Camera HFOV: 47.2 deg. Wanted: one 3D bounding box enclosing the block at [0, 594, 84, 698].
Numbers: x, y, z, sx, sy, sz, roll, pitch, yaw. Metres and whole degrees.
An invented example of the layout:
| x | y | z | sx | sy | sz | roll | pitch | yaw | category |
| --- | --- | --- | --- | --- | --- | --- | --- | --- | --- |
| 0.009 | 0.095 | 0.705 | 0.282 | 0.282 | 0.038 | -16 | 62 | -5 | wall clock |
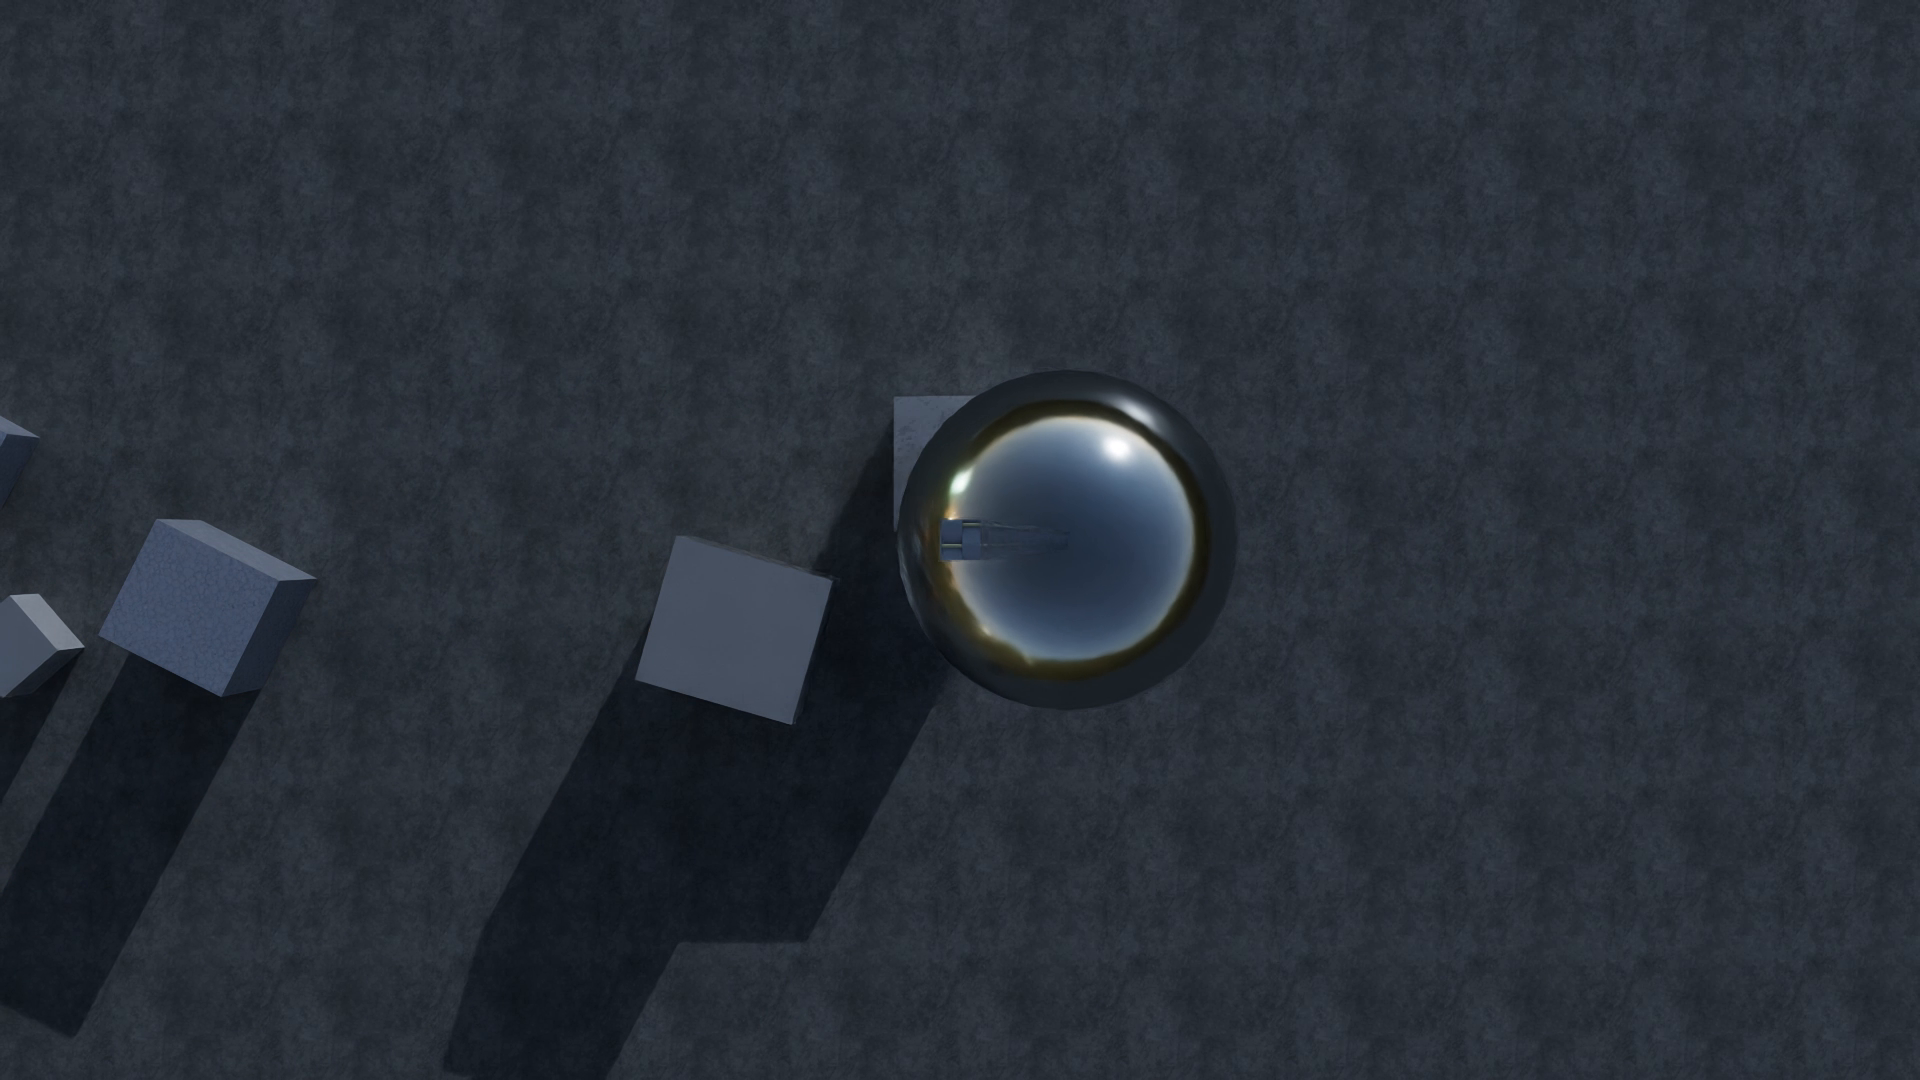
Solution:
| x | y | z | sx | sy | sz | roll | pitch | yaw | category |
| --- | --- | --- | --- | --- | --- | --- | --- | --- | --- |
| -5.467 | 0.612 | 12.803 | 0.416 | 0.394 | 0.420 | -41 | 90 | 0 | block |

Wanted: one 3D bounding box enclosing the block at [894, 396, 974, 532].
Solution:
| x | y | z | sx | sy | sz | roll | pitch | yaw | category |
| --- | --- | --- | --- | --- | --- | --- | --- | --- | --- |
| 0.014 | -0.420 | 12.578 | 0.760 | 0.844 | 0.745 | 0 | 90 | 0 | block |

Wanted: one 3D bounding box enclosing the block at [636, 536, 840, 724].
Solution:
| x | y | z | sx | sy | sz | roll | pitch | yaw | category |
| --- | --- | --- | --- | --- | --- | --- | --- | --- | --- |
| -1.252 | 0.500 | 12.590 | 0.902 | 0.821 | 0.831 | 16 | 90 | 0 | block |

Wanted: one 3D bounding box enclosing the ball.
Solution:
| x | y | z | sx | sy | sz | roll | pitch | yaw | category |
| --- | --- | --- | --- | --- | --- | --- | --- | --- | --- |
| 0.501 | 0.000 | 10.314 | 1.600 | 1.600 | 1.600 | 0 | 90 | 0 | ball |

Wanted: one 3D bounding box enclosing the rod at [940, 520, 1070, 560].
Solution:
| x | y | z | sx | sy | sz | roll | pitch | yaw | category |
| --- | --- | --- | --- | --- | --- | --- | --- | --- | --- |
| 0.217 | 0.000 | 6.926 | 0.080 | 5.200 | 0.080 | 0 | 90 | 5 | rod |

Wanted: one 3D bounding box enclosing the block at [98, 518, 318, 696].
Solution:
| x | y | z | sx | sy | sz | roll | pitch | yaw | category |
| --- | --- | --- | --- | --- | --- | --- | --- | --- | --- |
| -4.306 | 0.380 | 12.638 | 0.770 | 0.724 | 0.726 | 27 | 90 | 0 | block |

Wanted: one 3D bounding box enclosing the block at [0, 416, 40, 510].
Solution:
| x | y | z | sx | sy | sz | roll | pitch | yaw | category |
| --- | --- | --- | --- | --- | --- | --- | --- | --- | --- |
| -5.772 | -0.507 | 12.775 | 0.494 | 0.451 | 0.494 | 29 | 90 | 0 | block |
